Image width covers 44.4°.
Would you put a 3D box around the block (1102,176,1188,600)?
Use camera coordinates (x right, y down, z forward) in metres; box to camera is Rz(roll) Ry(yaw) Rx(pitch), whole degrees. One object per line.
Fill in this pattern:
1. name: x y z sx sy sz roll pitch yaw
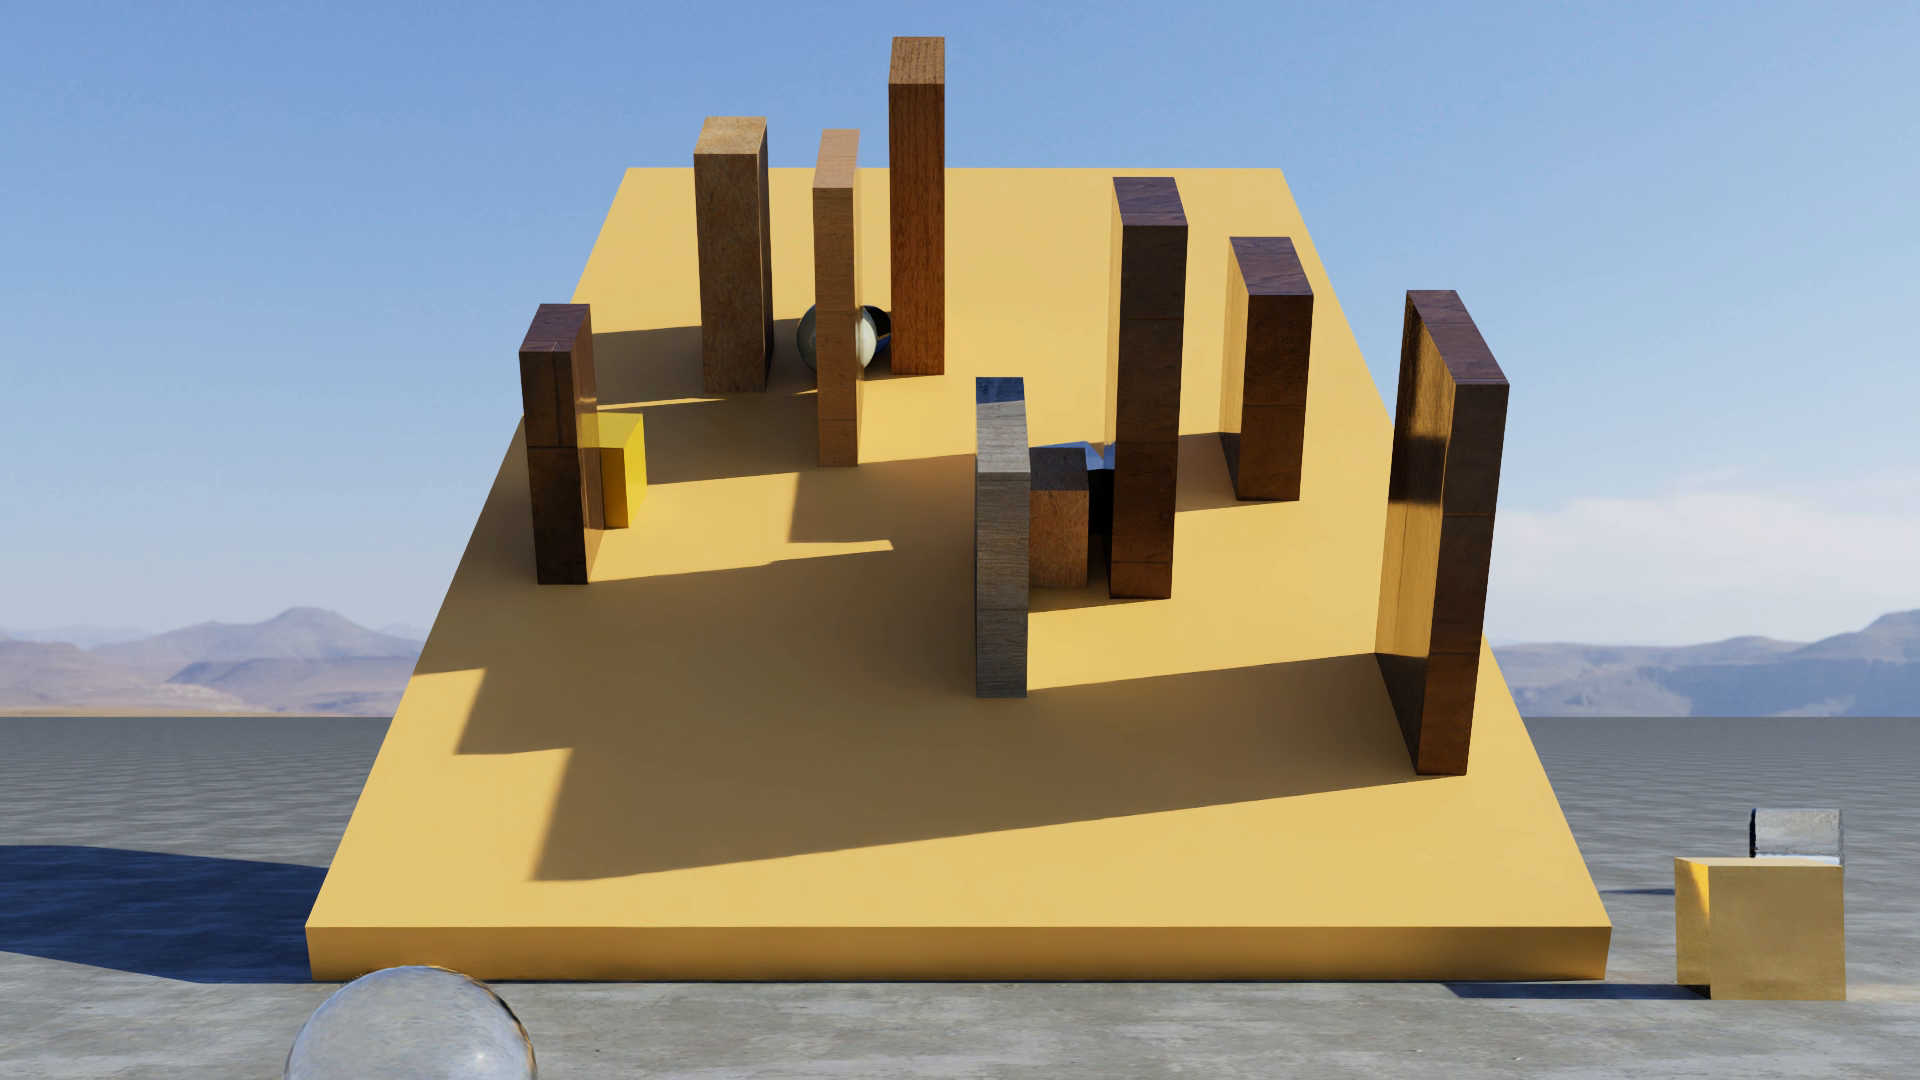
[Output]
1. block: 0.353 -0.293 4.561 0.119 0.761 0.300 0 26 0

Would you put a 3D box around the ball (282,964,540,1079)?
1. ball: -0.450 0.453 1.927 0.207 0.207 0.207 0 -4 0

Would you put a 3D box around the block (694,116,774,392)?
1. block: -0.531 -0.677 5.567 0.143 0.579 0.311 0 26 0

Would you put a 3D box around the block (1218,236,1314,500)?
1. block: 0.656 -0.374 5.074 0.133 0.464 0.377 0 26 0

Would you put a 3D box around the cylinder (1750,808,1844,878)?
1. cylinder: 1.926 0.715 5.404 0.190 0.190 0.190 -2 -5 24

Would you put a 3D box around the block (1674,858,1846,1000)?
1. block: 1.184 0.574 3.490 0.192 0.192 0.192 0 -4 3

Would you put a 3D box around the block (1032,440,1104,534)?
1. block: 0.216 -0.104 4.877 0.146 0.146 0.146 -7 27 -15

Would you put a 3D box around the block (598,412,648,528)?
1. block: -0.769 -0.149 4.925 0.181 0.181 0.181 2 26 5

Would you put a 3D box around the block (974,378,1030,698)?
1. block: 0.075 -0.012 4.339 0.090 0.445 0.442 0 26 0

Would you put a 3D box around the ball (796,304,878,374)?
1. ball: -0.293 -0.482 5.606 0.194 0.194 0.194 0 -4 0

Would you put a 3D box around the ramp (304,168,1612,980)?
1. ramp: -0.009 -0.229 5.421 2.000 0.100 4.000 0 26 0

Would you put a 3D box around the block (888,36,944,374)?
1. block: -0.101 -0.814 5.703 0.127 0.711 0.447 0 26 0

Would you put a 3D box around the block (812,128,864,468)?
1. block: -0.267 -0.542 5.223 0.084 0.635 0.444 0 26 0

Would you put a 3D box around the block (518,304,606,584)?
1. block: -0.784 -0.191 4.653 0.098 0.492 0.264 0 26 0

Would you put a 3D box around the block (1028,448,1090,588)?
1. block: 0.145 -0.047 4.684 0.210 0.210 0.210 0 26 0

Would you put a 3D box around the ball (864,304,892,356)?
1. ball: -0.228 -0.512 5.749 0.126 0.126 0.126 0 -4 0

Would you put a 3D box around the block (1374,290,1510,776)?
1. block: 0.819 -0.017 4.043 0.085 0.715 0.441 0 26 0
